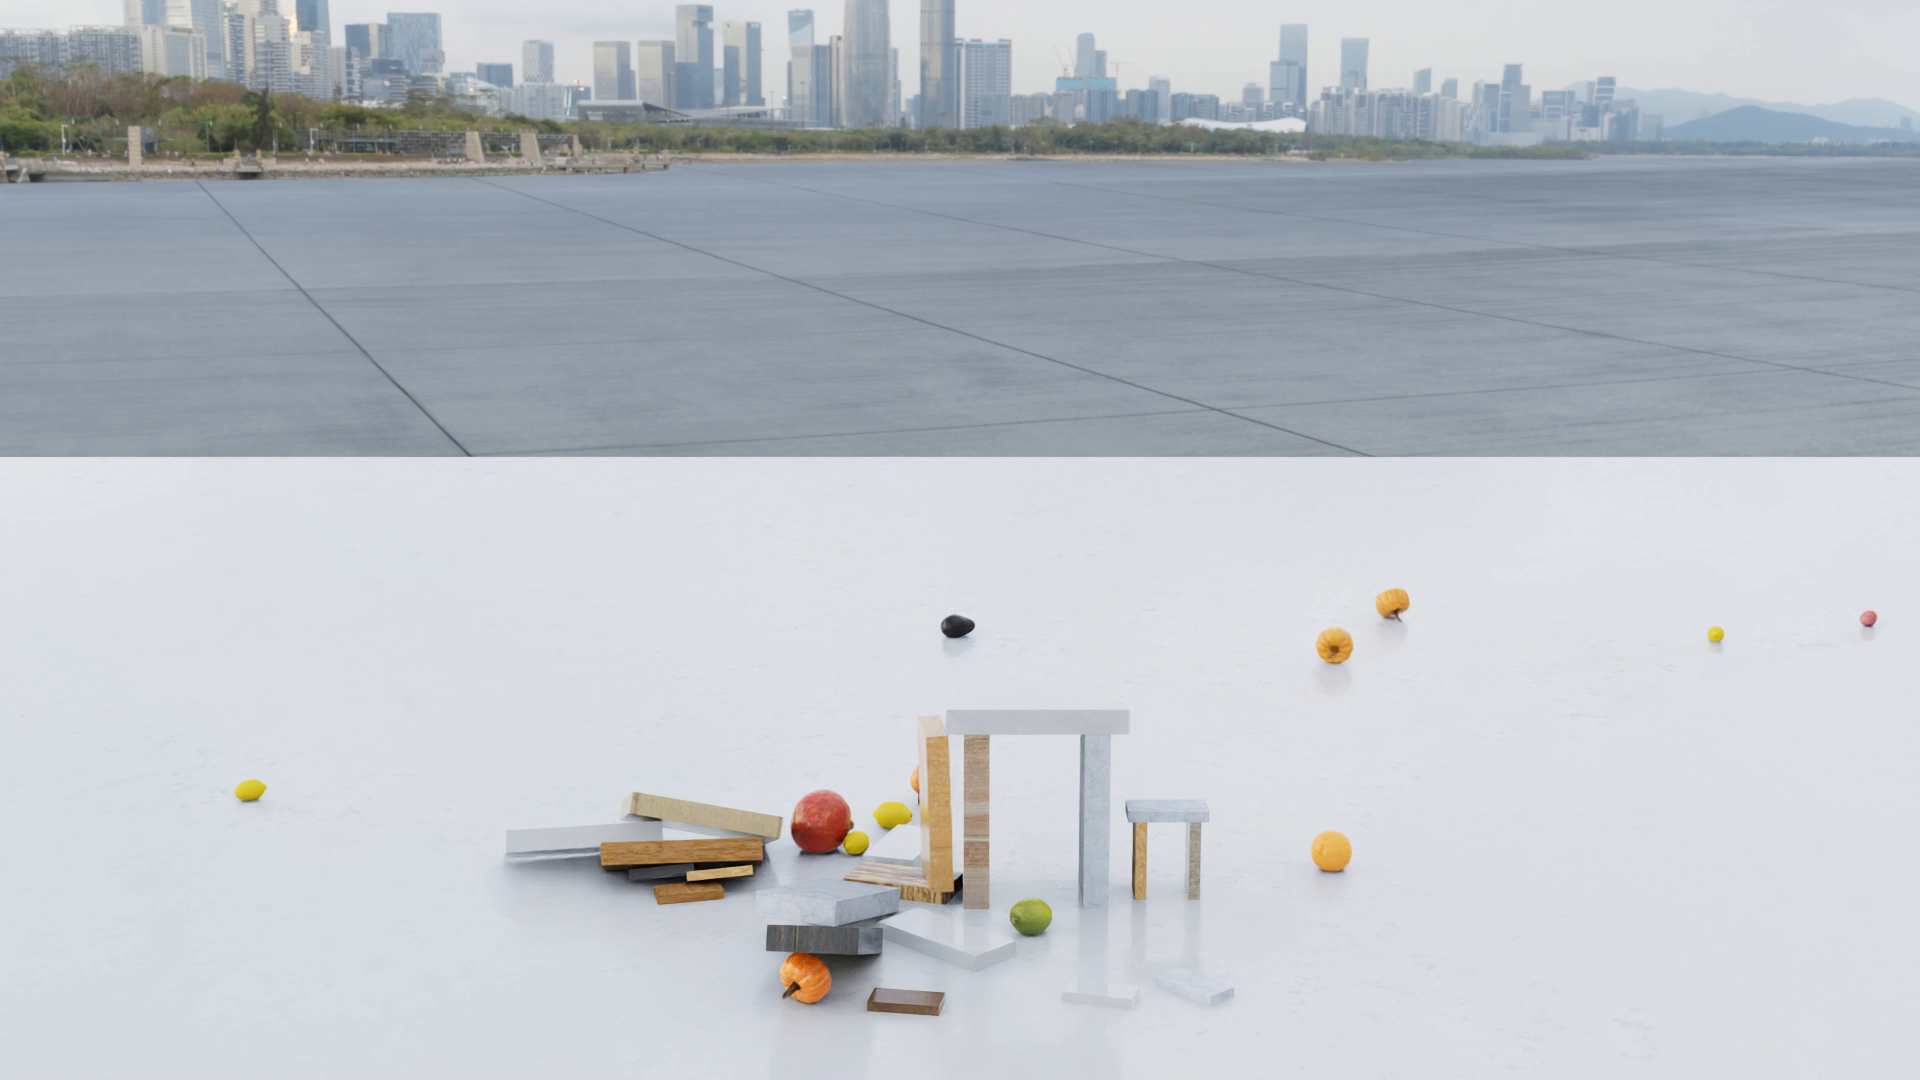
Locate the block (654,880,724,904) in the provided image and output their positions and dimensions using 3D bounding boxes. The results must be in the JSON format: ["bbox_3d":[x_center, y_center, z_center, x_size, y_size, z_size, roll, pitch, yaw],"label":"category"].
[{"bbox_3d":[-0.450,0.585,3.654,0.109,0.015,0.054,-3,11,-15],"label":"block"}]

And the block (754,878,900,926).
[{"bbox_3d":[-0.206,0.573,3.485,0.134,0.038,0.267,4,-3,20],"label":"block"}]

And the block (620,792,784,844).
[{"bbox_3d":[-0.452,0.486,3.831,0.264,0.037,0.132,12,-15,-14],"label":"block"}]

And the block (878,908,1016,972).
[{"bbox_3d":[-0.021,0.622,3.428,0.213,0.026,0.090,10,15,43],"label":"block"}]

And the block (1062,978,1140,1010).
[{"bbox_3d":[0.206,0.665,3.223,0.105,0.015,0.053,3,11,15],"label":"block"}]

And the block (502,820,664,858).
[{"bbox_3d":[-0.653,0.519,3.803,0.264,0.037,0.132,-2,-12,-15],"label":"block"}]

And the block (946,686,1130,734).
[{"bbox_3d":[0.125,0.279,3.610,0.295,0.042,0.148,0,11,0],"label":"block"}]

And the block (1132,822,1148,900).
[{"bbox_3d":[0.299,0.524,3.661,0.019,0.133,0.067,0,11,0],"label":"block"}]

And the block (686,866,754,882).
[{"bbox_3d":[-0.402,0.560,3.687,0.109,0.015,0.054,-5,-12,-6],"label":"block"}]

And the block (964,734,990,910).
[{"bbox_3d":[0.029,0.445,3.641,0.042,0.295,0.148,0,11,1],"label":"block"}]

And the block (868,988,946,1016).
[{"bbox_3d":[-0.078,0.671,3.194,0.105,0.015,0.053,2,11,9],"label":"block"}]

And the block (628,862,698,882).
[{"bbox_3d":[-0.499,0.559,3.705,0.109,0.015,0.054,-6,-12,0],"label":"block"}]

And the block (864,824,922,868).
[{"bbox_3d":[-0.096,0.542,3.859,0.090,0.026,0.181,3,11,18],"label":"block"}]

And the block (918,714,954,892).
[{"bbox_3d":[-0.041,0.435,3.639,0.037,0.264,0.132,-3,11,-7],"label":"block"}]

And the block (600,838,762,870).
[{"bbox_3d":[-0.471,0.534,3.735,0.267,0.038,0.134,-1,-12,-6],"label":"block"}]

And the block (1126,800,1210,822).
[{"bbox_3d":[0.343,0.449,3.647,0.133,0.019,0.067,0,11,0],"label":"block"}]

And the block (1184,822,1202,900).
[{"bbox_3d":[0.388,0.524,3.661,0.019,0.133,0.067,0,11,0],"label":"block"}]

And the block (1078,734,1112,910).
[{"bbox_3d":[0.223,0.445,3.641,0.042,0.295,0.148,0,11,0],"label":"block"}]

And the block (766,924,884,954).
[{"bbox_3d":[-0.199,0.596,3.283,0.134,0.038,0.267,1,-10,6],"label":"block"}]

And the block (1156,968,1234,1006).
[{"bbox_3d":[0.348,0.660,3.251,0.053,0.015,0.105,-10,14,-42],"label":"block"}]

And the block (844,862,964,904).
[{"bbox_3d":[-0.095,0.574,3.684,0.181,0.026,0.090,4,11,18],"label":"block"}]
